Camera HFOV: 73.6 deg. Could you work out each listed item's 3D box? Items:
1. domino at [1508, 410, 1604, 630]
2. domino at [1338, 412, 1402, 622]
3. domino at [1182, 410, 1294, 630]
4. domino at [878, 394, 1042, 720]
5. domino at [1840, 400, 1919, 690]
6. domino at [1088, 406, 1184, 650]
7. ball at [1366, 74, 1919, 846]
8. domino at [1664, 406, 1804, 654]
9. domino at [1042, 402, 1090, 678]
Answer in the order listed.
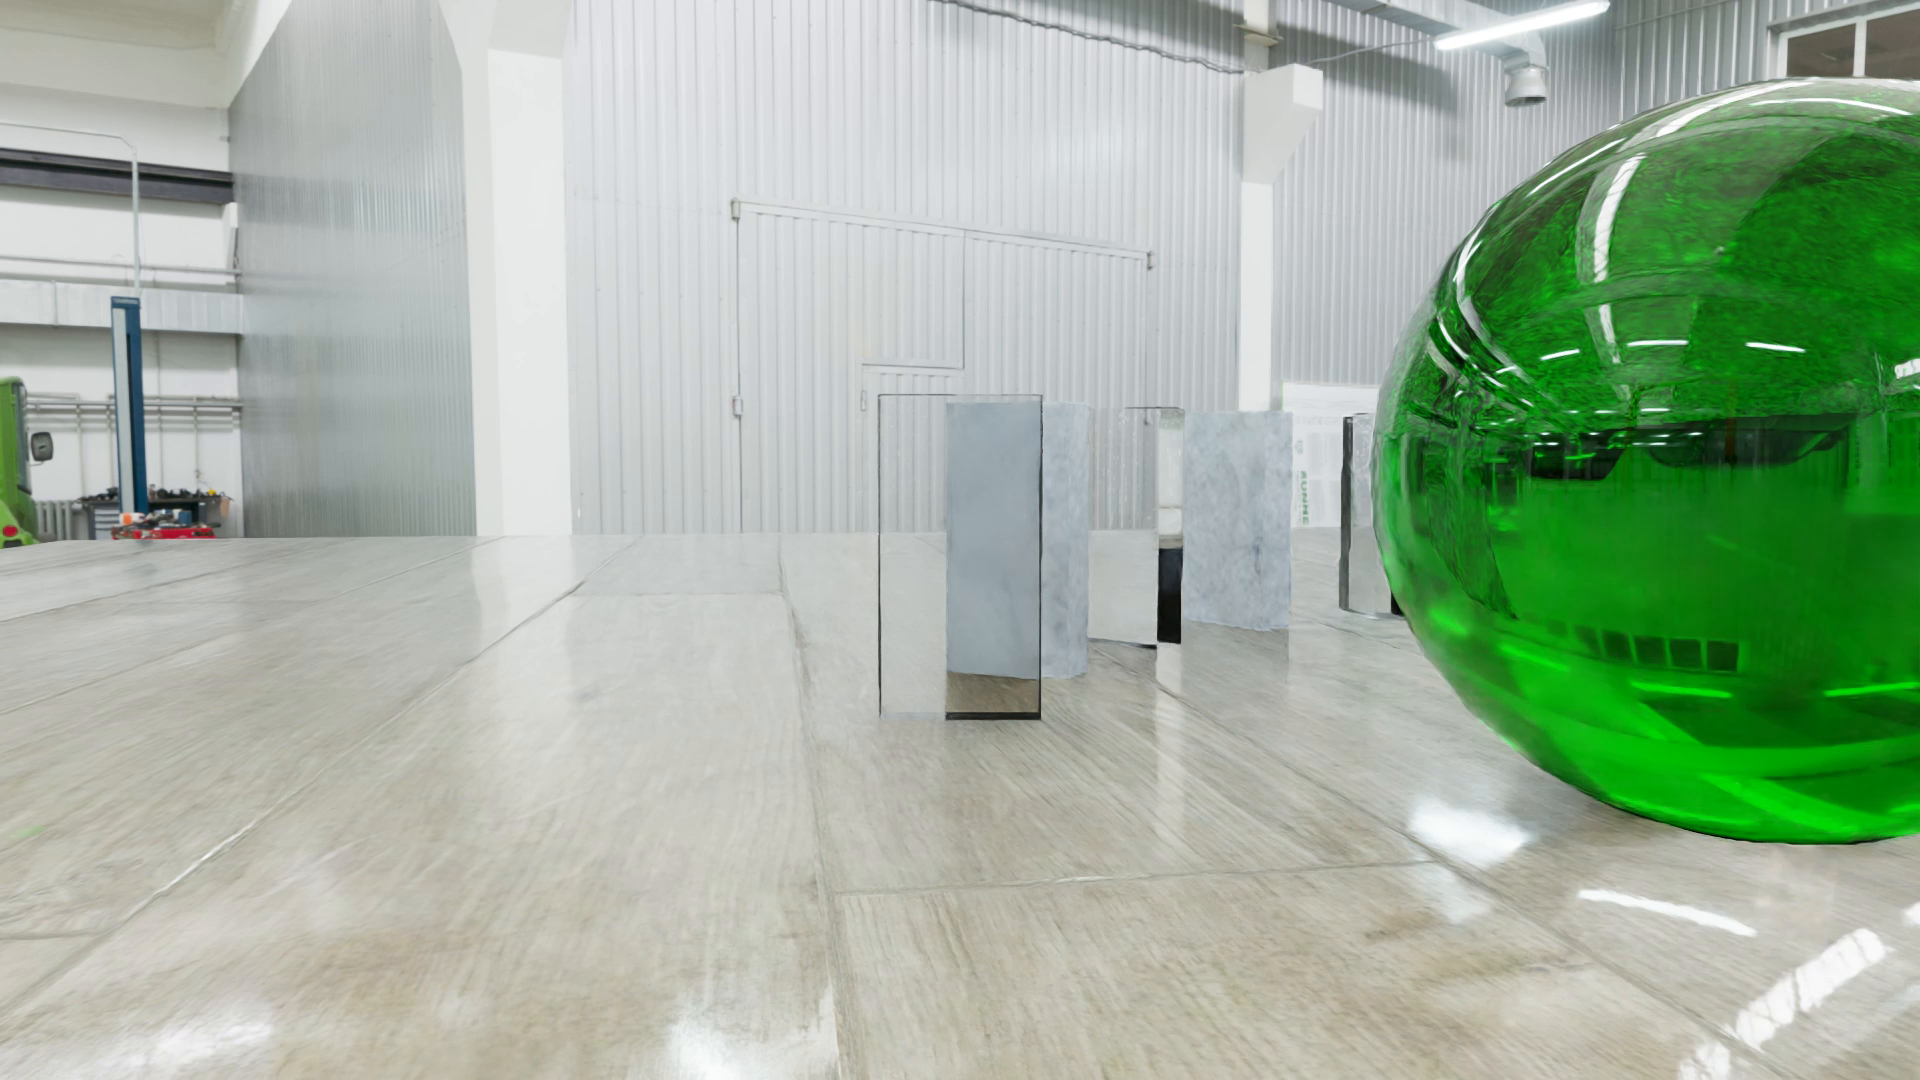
[{"bbox_3d":[0.141,-0.005,0.304,0.025,0.050,0.010,-4,6,-41],"label":"domino"},{"bbox_3d":[0.104,-0.006,0.319,0.010,0.050,0.025,0,4,-4],"label":"domino"},{"bbox_3d":[0.065,-0.005,0.303,0.009,0.050,0.025,-3,5,-35],"label":"domino"},{"bbox_3d":[0.000,0.002,0.201,0.025,0.050,0.009,0,4,0],"label":"domino"},{"bbox_3d":[0.172,0.001,0.227,0.025,0.050,0.009,-1,4,-10],"label":"domino"},{"bbox_3d":[0.034,-0.003,0.275,0.025,0.050,0.009,4,6,40],"label":"domino"},{"bbox_3d":[0.086,-0.008,0.139,0.080,0.080,0.080,0,4,0],"label":"ball"},{"bbox_3d":[0.161,-0.002,0.267,0.025,0.050,0.009,-2,5,-20],"label":"domino"},{"bbox_3d":[0.011,-0.001,0.241,0.025,0.050,0.009,2,5,28],"label":"domino"}]
